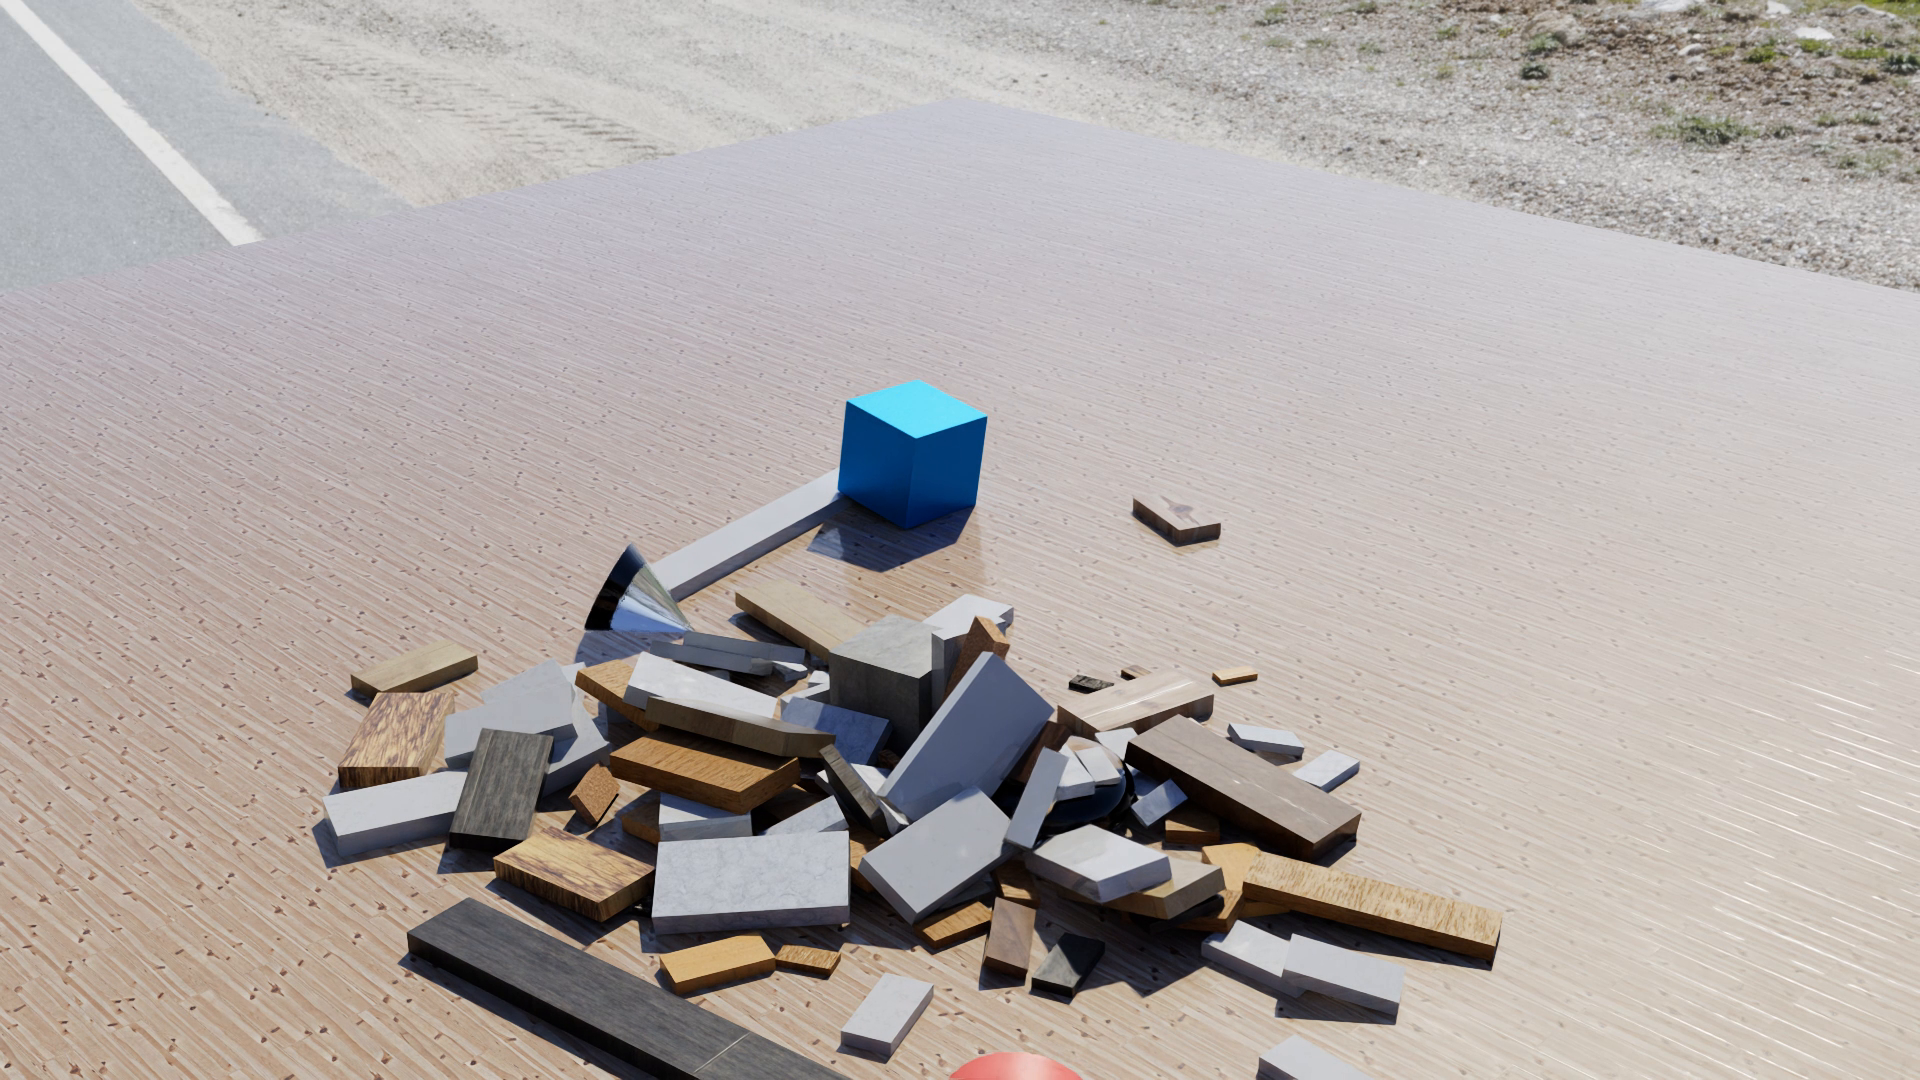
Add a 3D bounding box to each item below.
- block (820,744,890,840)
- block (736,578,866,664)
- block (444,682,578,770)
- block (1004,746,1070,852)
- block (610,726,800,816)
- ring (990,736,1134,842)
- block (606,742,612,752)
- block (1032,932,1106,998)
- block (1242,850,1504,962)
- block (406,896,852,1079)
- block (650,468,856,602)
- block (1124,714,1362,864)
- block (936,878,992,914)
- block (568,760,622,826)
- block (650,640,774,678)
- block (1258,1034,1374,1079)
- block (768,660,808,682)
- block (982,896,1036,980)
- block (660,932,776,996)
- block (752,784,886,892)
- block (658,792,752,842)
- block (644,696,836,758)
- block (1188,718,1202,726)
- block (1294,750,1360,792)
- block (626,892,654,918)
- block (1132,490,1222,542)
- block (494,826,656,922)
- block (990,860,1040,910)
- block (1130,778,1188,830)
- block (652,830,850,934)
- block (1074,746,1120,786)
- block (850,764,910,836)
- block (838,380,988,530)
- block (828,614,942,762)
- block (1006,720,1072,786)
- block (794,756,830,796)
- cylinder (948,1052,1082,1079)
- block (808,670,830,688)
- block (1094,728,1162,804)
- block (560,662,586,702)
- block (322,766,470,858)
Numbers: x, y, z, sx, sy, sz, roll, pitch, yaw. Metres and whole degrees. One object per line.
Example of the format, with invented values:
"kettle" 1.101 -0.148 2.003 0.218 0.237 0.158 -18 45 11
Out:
"block" -0.207 0.508 4.354 0.030 0.104 0.209 -29 49 -16
"block" -0.320 0.214 5.165 0.137 0.039 0.563 -16 28 -34
"block" -0.938 0.389 4.596 0.274 0.039 0.137 -16 37 -1
"block" 0.148 0.499 4.235 0.056 0.016 0.216 21 56 7
"block" -0.511 0.455 4.394 0.351 0.050 0.176 11 24 35
"ring" 0.184 0.503 4.433 0.336 0.112 0.336 -1 25 1
"block" -0.813 0.441 4.660 0.144 0.020 0.072 6 21 41
"block" 0.195 0.761 3.939 0.079 0.022 0.157 10 25 22
"block" 0.763 0.676 4.078 0.466 0.033 0.118 12 26 17
"block" -0.543 0.827 3.758 1.036 0.042 0.148 16 28 33
"block" -0.492 -0.042 5.809 0.139 0.039 1.033 14 27 30
"block" 0.566 0.497 4.429 0.454 0.051 0.180 27 31 33
"block" -0.003 0.668 4.144 0.113 0.016 0.056 -16 37 -24
"block" -0.740 0.513 4.462 0.020 0.072 0.144 -30 14 22
"block" -0.566 0.270 5.006 0.251 0.036 0.126 9 -5 19
"block" 0.595 0.887 3.635 0.093 0.026 0.186 -20 30 -38
"block" -0.403 0.290 5.057 0.058 0.016 0.116 -14 27 -29
"block" 0.091 0.723 3.999 0.079 0.022 0.196 19 24 -2
"block" -0.435 0.758 3.941 0.186 0.026 0.093 -10 25 -23
"block" -0.261 0.577 4.312 0.117 0.033 0.451 -12 22 -36
"block" -0.510 0.496 4.425 0.175 0.050 0.398 -5 19 -4
"block" -0.451 0.382 4.496 0.367 0.048 0.168 11 0 34
"block" 0.507 0.431 4.617 0.075 0.021 0.149 -21 40 -32
"block" 0.762 0.485 4.591 0.075 0.021 0.149 19 30 38
"block" -0.565 0.663 4.176 0.064 0.018 0.174 8 24 18
"block" 0.577 -0.064 5.866 0.126 0.036 0.251 -10 25 -22
"block" -0.732 0.634 4.188 0.297 0.042 0.149 14 28 37
"block" 0.103 0.652 4.178 0.071 0.020 0.141 9 20 -15
"block" 0.397 0.527 4.391 0.108 0.015 0.054 -31 65 -25
"block" -0.385 0.637 4.096 0.359 0.051 0.180 -4 41 1
"block" 0.275 0.453 4.386 0.054 0.015 0.108 -10 32 -17
"block" -0.137 0.523 4.391 0.104 0.030 0.209 14 21 -40
"block" -0.130 -0.234 5.916 0.268 0.268 0.268 30 35 36
"block" -0.118 0.327 4.697 0.229 0.229 0.229 14 27 30
"block" 0.155 0.422 4.336 0.141 0.020 0.071 -52 30 -16
"block" -0.323 0.481 4.584 0.234 0.033 0.117 6 24 13
"cylinder" 0.074 0.936 3.223 0.260 0.260 0.260 3 23 7
"block" -0.281 0.321 4.983 0.116 0.016 0.058 4 23 10
"block" 0.364 0.472 4.548 0.084 0.024 0.303 -8 23 -12
"block" -0.901 0.360 4.823 0.139 0.039 0.277 -13 23 3
"block" -1.096 0.541 4.425 0.336 0.048 0.168 -10 25 -23
